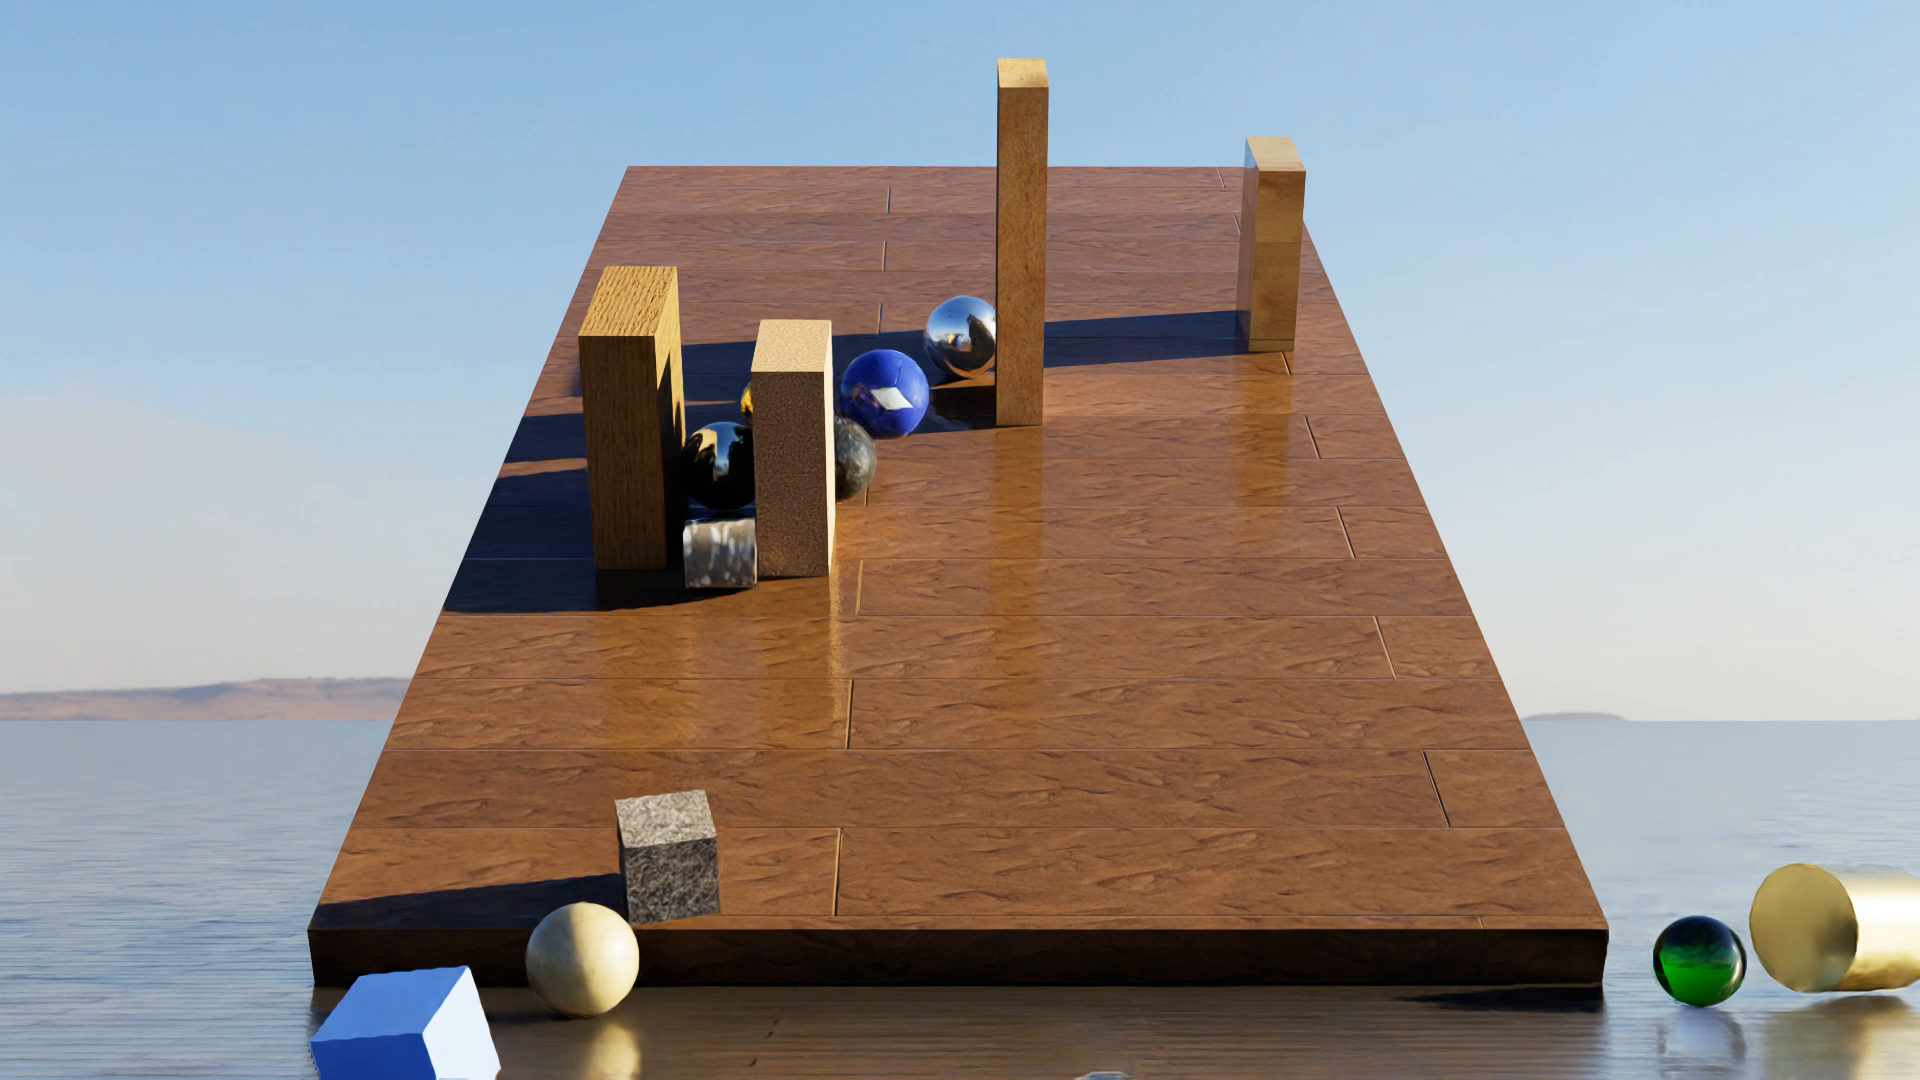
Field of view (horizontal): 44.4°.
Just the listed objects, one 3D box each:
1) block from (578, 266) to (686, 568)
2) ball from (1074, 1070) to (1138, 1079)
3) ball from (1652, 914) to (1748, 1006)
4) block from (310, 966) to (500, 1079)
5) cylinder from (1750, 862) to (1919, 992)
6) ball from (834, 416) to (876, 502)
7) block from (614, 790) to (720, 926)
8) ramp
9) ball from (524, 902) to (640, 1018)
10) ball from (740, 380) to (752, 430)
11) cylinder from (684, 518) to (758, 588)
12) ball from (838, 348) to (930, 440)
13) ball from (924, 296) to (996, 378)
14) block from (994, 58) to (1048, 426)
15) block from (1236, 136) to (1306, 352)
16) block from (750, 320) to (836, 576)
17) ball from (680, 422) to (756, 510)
[{"bbox_3d":[-0.659,-0.254,4.795,0.147,0.499,0.402,0,26,0],"label":"block"},{"bbox_3d":[0.124,0.507,1.989,0.114,0.114,0.114,0,-4,0],"label":"ball"},{"bbox_3d":[1.056,0.601,3.361,0.130,0.130,0.130,0,-4,0],"label":"ball"},{"bbox_3d":[-0.511,0.477,2.178,0.112,0.112,0.112,-7,20,14],"label":"block"},{"bbox_3d":[1.311,0.574,3.492,0.189,0.189,0.189,6,-7,-33],"label":"cylinder"},{"bbox_3d":[-0.269,-0.172,4.991,0.184,0.184,0.184,0,-4,0],"label":"ball"},{"bbox_3d":[-0.455,0.493,3.664,0.141,0.141,0.141,-6,26,-12],"label":"block"},{"bbox_3d":[-0.010,-0.229,5.434,2.000,0.100,4.000,0,26,0],"label":"ramp"},{"bbox_3d":[-0.520,0.578,3.243,0.157,0.157,0.157,0,-4,0],"label":"ball"},{"bbox_3d":[-0.388,-0.281,4.916,0.141,0.141,0.141,0,-4,0],"label":"ball"},{"bbox_3d":[-0.470,0.025,4.634,0.137,0.137,0.137,-1,-4,-2],"label":"cylinder"},{"bbox_3d":[-0.166,-0.316,5.117,0.199,0.199,0.199,0,-4,0],"label":"ball"},{"bbox_3d":[0.011,-0.486,5.629,0.195,0.195,0.195,0,-4,0],"label":"ball"},{"bbox_3d":[0.136,-0.670,5.330,0.105,0.787,0.246,0,26,0],"label":"block"},{"bbox_3d":[0.769,-0.737,5.846,0.111,0.460,0.293,0,26,0],"label":"block"},{"bbox_3d":[-0.331,-0.186,4.726,0.141,0.439,0.281,0,26,0],"label":"block"},{"bbox_3d":[-0.493,-0.155,4.925,0.187,0.187,0.187,0,-4,0],"label":"ball"}]
